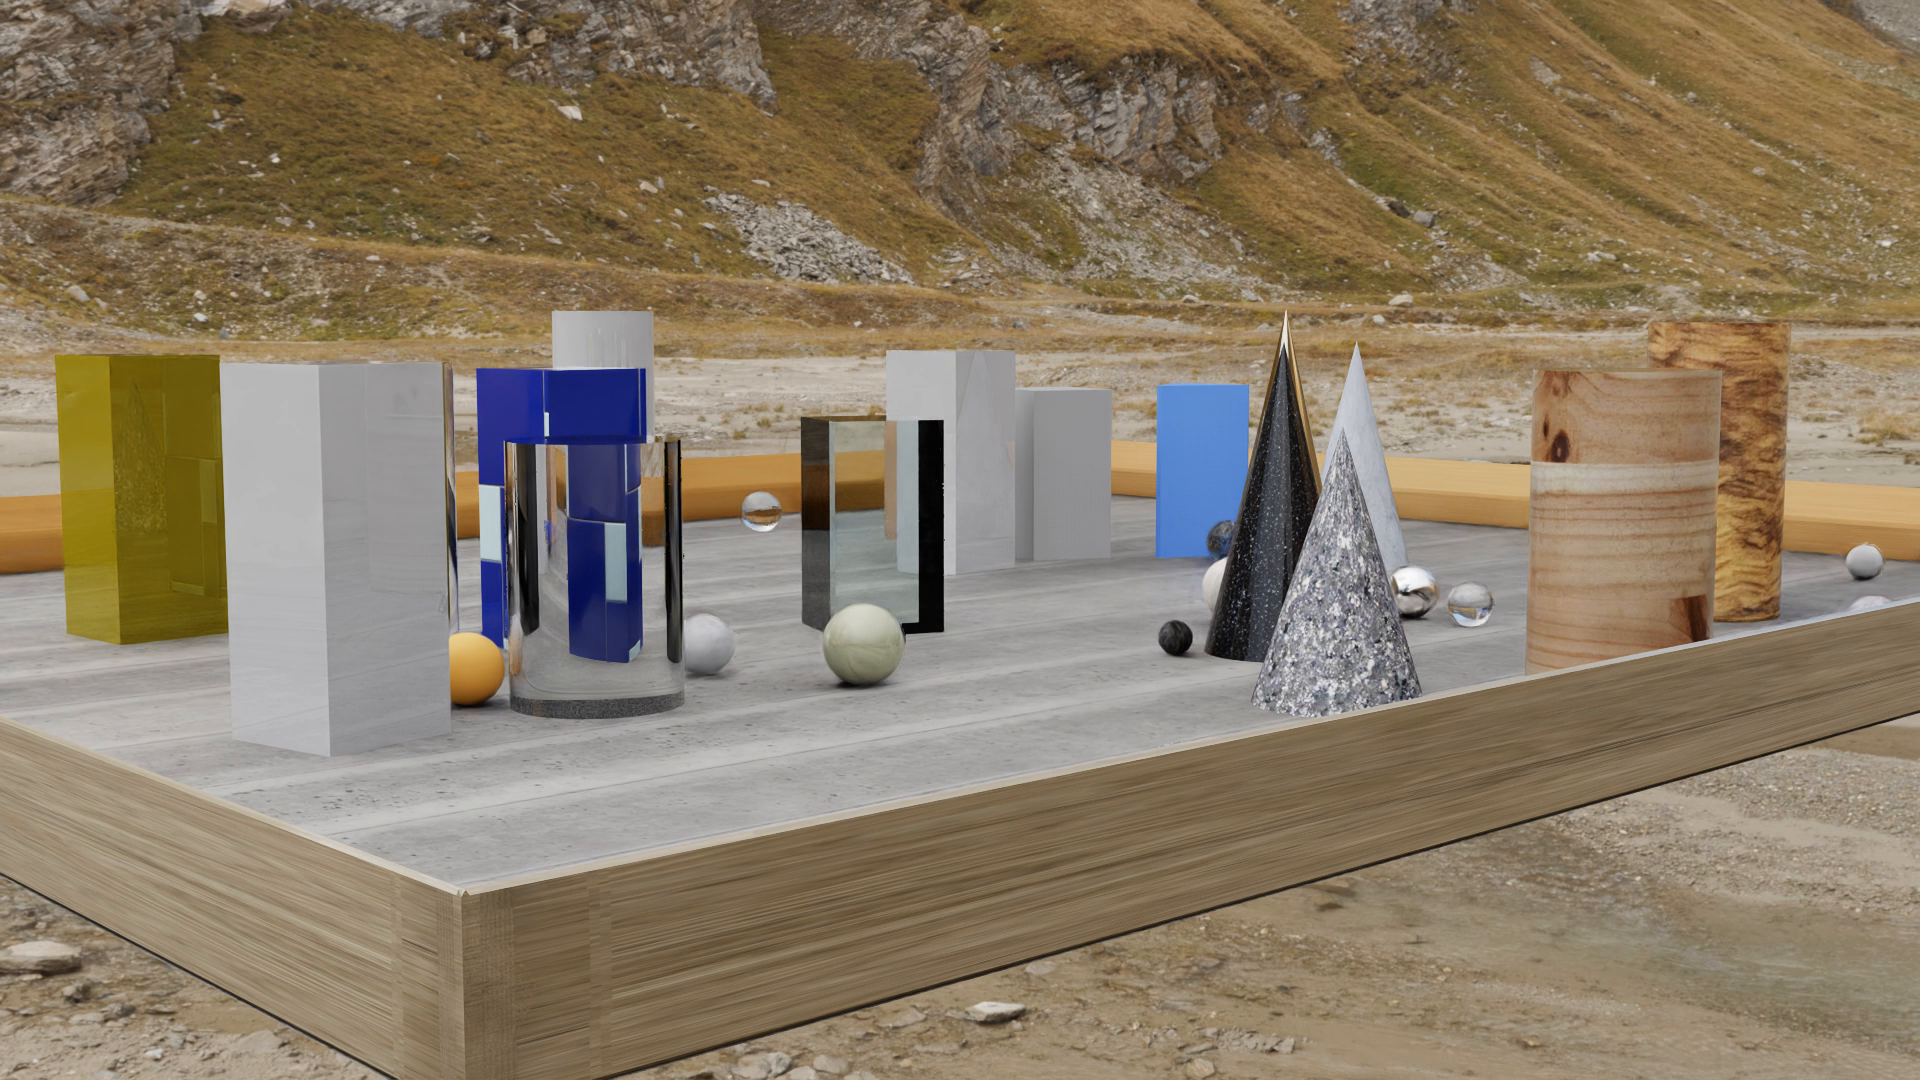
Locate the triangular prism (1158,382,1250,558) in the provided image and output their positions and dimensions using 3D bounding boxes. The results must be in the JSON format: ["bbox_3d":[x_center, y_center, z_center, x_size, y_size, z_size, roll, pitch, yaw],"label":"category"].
[{"bbox_3d":[0.424,-0.132,4.045,0.170,0.310,0.147,-1,6,-12],"label":"triangular prism"}]

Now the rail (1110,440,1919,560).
[{"bbox_3d":[1.195,-0.081,4.429,0.045,0.128,2.774,-5,8,-42],"label":"rail"}]

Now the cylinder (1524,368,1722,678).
[{"bbox_3d":[0.723,0.004,2.405,0.197,0.380,0.197,0,6,0],"label":"cylinder"}]

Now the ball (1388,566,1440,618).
[{"bbox_3d":[0.655,0.075,3.186,0.077,0.077,0.077,0,6,0],"label":"ball"}]

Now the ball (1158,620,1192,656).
[{"bbox_3d":[0.279,0.127,2.847,0.045,0.045,0.045,0,6,0],"label":"ball"}]

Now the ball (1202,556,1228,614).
[{"bbox_3d":[0.394,0.070,3.156,0.094,0.094,0.094,0,6,0],"label":"ball"}]

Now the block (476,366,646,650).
[{"bbox_3d":[-0.526,-0.043,2.920,0.157,0.368,0.157,6,8,43],"label":"block"}]

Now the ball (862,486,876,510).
[{"bbox_3d":[-0.192,-0.094,4.916,0.053,0.053,0.053,0,6,0],"label":"ball"}]

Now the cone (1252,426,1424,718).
[{"bbox_3d":[0.430,0.029,2.485,0.197,0.315,0.197,0,6,0],"label":"cone"}]

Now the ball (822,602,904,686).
[{"bbox_3d":[-0.115,0.124,2.616,0.098,0.098,0.098,0,6,0],"label":"ball"}]

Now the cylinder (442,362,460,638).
[{"bbox_3d":[-0.713,-0.024,2.675,0.197,0.381,0.197,0,6,0],"label":"cylinder"}]

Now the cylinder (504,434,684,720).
[{"bbox_3d":[-0.412,0.036,2.483,0.197,0.300,0.197,0,6,0],"label":"cylinder"}]

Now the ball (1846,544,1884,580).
[{"bbox_3d":[1.500,0.037,3.646,0.058,0.058,0.058,0,6,0],"label":"ball"}]

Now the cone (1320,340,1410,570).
[{"bbox_3d":[0.690,-0.152,3.842,0.197,0.392,0.197,0,6,0],"label":"cone"}]

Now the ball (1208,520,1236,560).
[{"bbox_3d":[0.473,0.004,3.870,0.076,0.076,0.076,0,6,0],"label":"ball"}]

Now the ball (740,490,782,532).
[{"bbox_3d":[-0.400,-0.058,4.431,0.083,0.083,0.083,0,6,0],"label":"ball"}]

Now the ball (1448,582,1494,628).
[{"bbox_3d":[0.719,0.090,3.099,0.064,0.064,0.064,0,6,0],"label":"ball"}]

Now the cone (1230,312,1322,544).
[{"bbox_3d":[0.506,-0.137,3.433,0.197,0.447,0.197,0,6,0],"label":"cone"}]

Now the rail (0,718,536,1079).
[{"bbox_3d":[-1.195,0.148,2.235,0.045,0.128,2.774,-5,8,-42],"label":"rail"}]

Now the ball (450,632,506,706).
[{"bbox_3d":[-0.555,0.146,2.484,0.083,0.083,0.083,0,6,0],"label":"ball"}]

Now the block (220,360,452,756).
[{"bbox_3d":[-0.648,0.011,2.288,0.157,0.391,0.157,4,7,35],"label":"block"}]

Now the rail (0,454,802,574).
[{"bbox_3d":[-0.925,-0.071,4.329,3.300,0.128,0.045,-5,8,-42],"label":"rail"}]

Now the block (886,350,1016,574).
[{"bbox_3d":[-0.016,-0.139,3.800,0.157,0.375,0.157,5,8,40],"label":"block"}]

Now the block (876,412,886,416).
[{"bbox_3d":[-0.062,-0.126,4.305,0.157,0.245,0.157,-3,7,-25],"label":"block"}]

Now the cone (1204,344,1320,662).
[{"bbox_3d":[0.418,-0.056,2.858,0.197,0.405,0.197,0,6,0],"label":"cone"}]

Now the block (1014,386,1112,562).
[{"bbox_3d":[0.167,-0.124,4.001,0.157,0.303,0.157,-3,7,-26],"label":"block"}]

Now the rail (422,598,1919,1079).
[{"bbox_3d":[0.925,0.137,2.335,3.300,0.128,0.045,-5,8,-42],"label":"rail"}]

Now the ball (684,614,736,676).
[{"bbox_3d":[-0.313,0.128,2.688,0.075,0.075,0.075,0,6,0],"label":"ball"}]

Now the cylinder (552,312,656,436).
[{"bbox_3d":[-0.699,-0.228,4.324,0.197,0.443,0.197,0,6,0],"label":"cylinder"}]

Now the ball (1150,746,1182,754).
[{"bbox_3d":[0.177,0.213,1.759,0.098,0.098,0.098,0,6,0],"label":"ball"}]

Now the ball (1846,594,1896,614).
[{"bbox_3d":[1.202,0.108,2.890,0.072,0.072,0.072,0,6,0],"label":"ball"}]

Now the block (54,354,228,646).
[{"bbox_3d":[-1.123,-0.062,3.022,0.157,0.384,0.157,6,8,43],"label":"block"}]

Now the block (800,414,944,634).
[{"bbox_3d":[-0.124,-0.023,3.081,0.157,0.295,0.157,-2,6,-21],"label":"block"}]

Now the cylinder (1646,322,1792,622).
[{"bbox_3d":[1.104,-0.104,3.219,0.197,0.427,0.197,0,6,0],"label":"cylinder"}]
